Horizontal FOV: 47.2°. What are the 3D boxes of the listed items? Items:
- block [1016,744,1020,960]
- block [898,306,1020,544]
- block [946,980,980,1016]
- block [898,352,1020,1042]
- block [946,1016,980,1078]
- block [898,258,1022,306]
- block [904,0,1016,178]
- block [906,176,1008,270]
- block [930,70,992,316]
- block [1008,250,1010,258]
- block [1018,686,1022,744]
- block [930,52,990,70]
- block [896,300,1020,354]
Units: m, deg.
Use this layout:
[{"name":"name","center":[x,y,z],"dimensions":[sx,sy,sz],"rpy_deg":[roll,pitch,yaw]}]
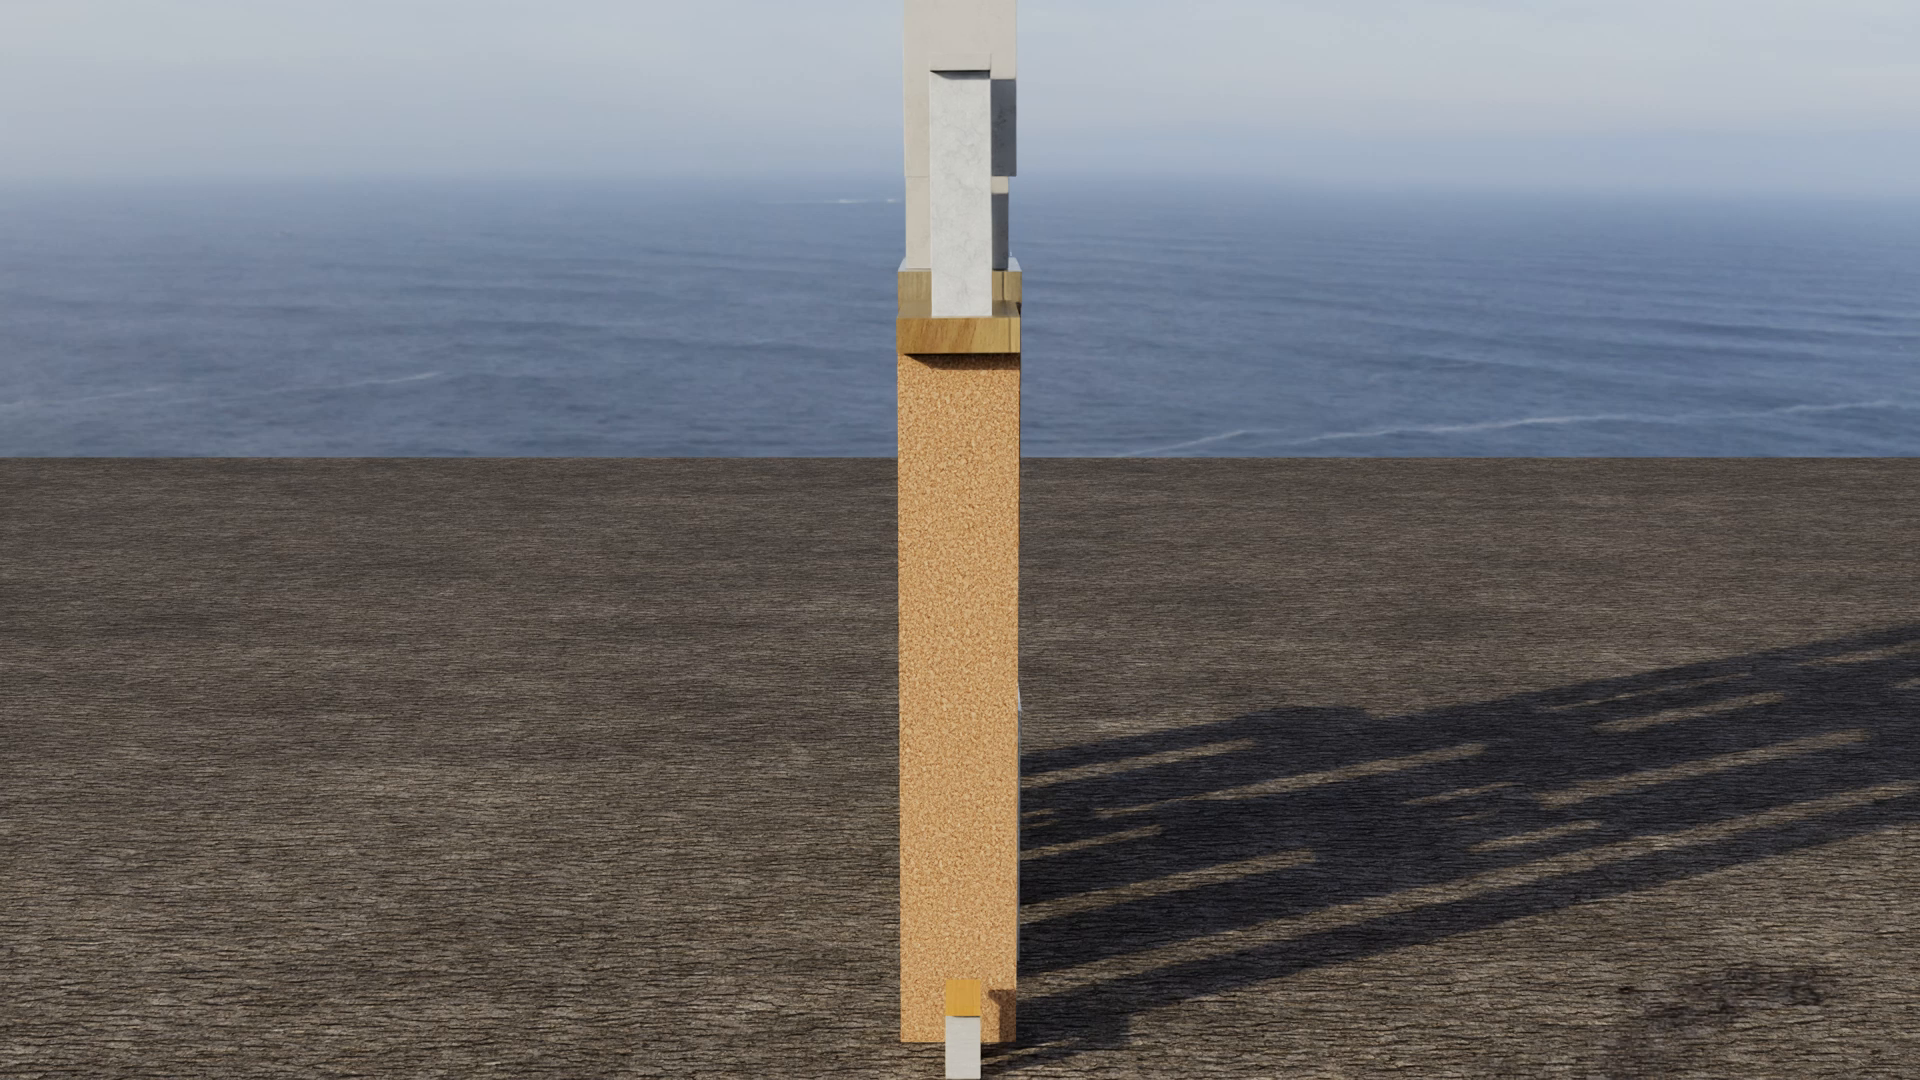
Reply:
[{"name":"block","center":[0.003,0.466,3.363],"dimensions":[0.177,0.355,0.050],"rpy_deg":[0,11,0]},{"name":"block","center":[0.000,-0.173,3.270],"dimensions":[0.179,0.357,0.051],"rpy_deg":[0,10,0]},{"name":"block","center":[0.004,0.618,2.971],"dimensions":[0.047,0.013,0.094],"rpy_deg":[0,11,0]},{"name":"block","center":[-0.002,0.222,3.005],"dimensions":[0.161,0.966,0.046],"rpy_deg":[0,10,0]},{"name":"block","center":[0.004,0.676,2.950],"dimensions":[0.047,0.094,0.013],"rpy_deg":[0,11,0]},{"name":"block","center":[0.000,-0.395,3.349],"dimensions":[0.179,0.051,0.357],"rpy_deg":[0,11,0]},{"name":"block","center":[0.000,-0.760,3.017],"dimensions":[0.154,0.515,0.044],"rpy_deg":[0,11,0]},{"name":"block","center":[-0.004,-0.549,3.216],"dimensions":[0.150,0.301,0.043],"rpy_deg":[0,11,0]},{"name":"block","center":[0.001,-0.454,2.883],"dimensions":[0.079,0.316,0.022],"rpy_deg":[0,10,0]},{"name":"block","center":[-0.003,-0.424,3.719],"dimensions":[0.168,0.048,0.336],"rpy_deg":[0,-8,0]},{"name":"block","center":[0.003,0.246,3.443],"dimensions":[0.177,0.050,0.355],"rpy_deg":[0,11,0]},{"name":"block","center":[0.000,-0.630,2.906],"dimensions":[0.079,0.022,0.158],"rpy_deg":[-1,10,0]},{"name":"block","center":[-0.002,-0.295,3.019],"dimensions":[0.161,0.046,0.321],"rpy_deg":[0,10,0]}]
